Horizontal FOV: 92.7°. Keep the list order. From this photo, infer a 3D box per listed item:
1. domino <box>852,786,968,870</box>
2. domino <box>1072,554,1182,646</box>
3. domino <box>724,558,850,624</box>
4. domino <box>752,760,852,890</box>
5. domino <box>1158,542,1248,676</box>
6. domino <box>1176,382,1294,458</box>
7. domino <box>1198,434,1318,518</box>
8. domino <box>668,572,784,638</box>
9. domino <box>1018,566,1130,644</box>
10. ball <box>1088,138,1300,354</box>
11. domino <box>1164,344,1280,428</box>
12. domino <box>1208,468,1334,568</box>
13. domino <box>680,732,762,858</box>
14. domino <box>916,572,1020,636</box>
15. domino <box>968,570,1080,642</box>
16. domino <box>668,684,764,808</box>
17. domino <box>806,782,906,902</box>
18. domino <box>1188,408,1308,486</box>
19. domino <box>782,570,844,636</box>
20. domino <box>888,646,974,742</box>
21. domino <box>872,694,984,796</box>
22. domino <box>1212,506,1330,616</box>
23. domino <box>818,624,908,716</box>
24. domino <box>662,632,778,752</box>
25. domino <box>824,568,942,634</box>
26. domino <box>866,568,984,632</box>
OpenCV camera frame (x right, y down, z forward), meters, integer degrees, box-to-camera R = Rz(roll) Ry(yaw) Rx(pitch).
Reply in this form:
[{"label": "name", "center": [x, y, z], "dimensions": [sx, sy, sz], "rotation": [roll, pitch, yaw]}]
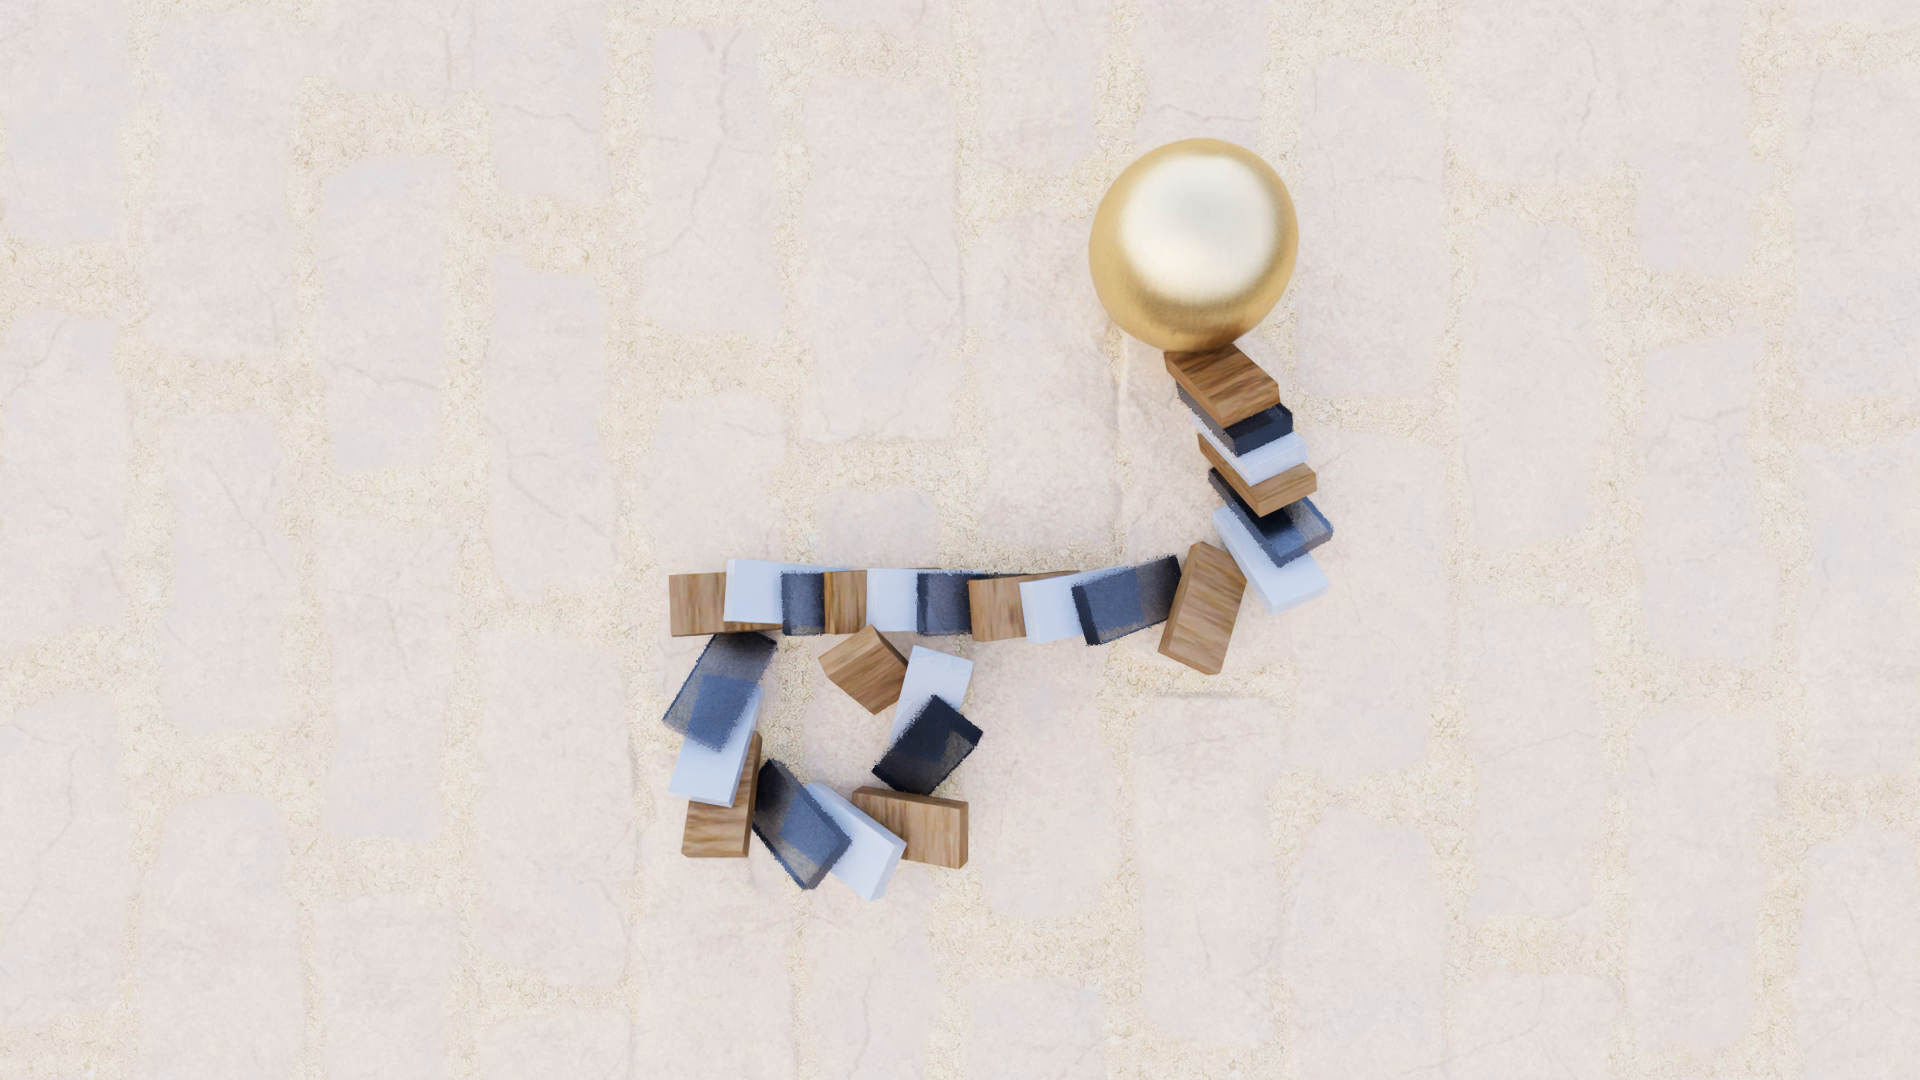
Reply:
[{"label": "domino", "center": [-0.021, 0.120, 0.385], "dimensions": [0.050, 0.009, 0.025], "rotation": [2, 93, 23]}, {"label": "domino", "center": [0.072, 0.025, 0.384], "dimensions": [0.050, 0.010, 0.025], "rotation": [-16, 90, -28]}, {"label": "domino", "center": [-0.072, 0.023, 0.382], "dimensions": [0.050, 0.009, 0.025], "rotation": [7, 81, -31]}, {"label": "domino", "center": [-0.071, 0.118, 0.384], "dimensions": [0.050, 0.010, 0.025], "rotation": [38, 90, 29]}, {"label": "domino", "center": [0.103, 0.029, 0.386], "dimensions": [0.025, 0.010, 0.050], "rotation": [25, 72, -10]}, {"label": "domino", "center": [0.112, -0.056, 0.378], "dimensions": [0.025, 0.050, 0.010], "rotation": [-25, 131, 0]}, {"label": "domino", "center": [0.122, -0.032, 0.378], "dimensions": [0.025, 0.050, 0.010], "rotation": [-25, 131, 0]}, {"label": "domino", "center": [-0.096, 0.026, 0.387], "dimensions": [0.050, 0.009, 0.025], "rotation": [-3, 80, -15]}, {"label": "domino", "center": [0.050, 0.027, 0.384], "dimensions": [0.050, 0.010, 0.025], "rotation": [-8, 90, -28]}, {"label": "ball", "center": [0.091, -0.114, 0.360], "dimensions": [0.080, 0.080, 0.080], "rotation": [0, 90, 0]}, {"label": "domino", "center": [0.107, -0.067, 0.378], "dimensions": [0.025, 0.050, 0.010], "rotation": [-25, 131, 0]}, {"label": "domino", "center": [0.129, -0.015, 0.382], "dimensions": [0.025, 0.010, 0.050], "rotation": [-28, 59, -3]}, {"label": "domino", "center": [-0.099, 0.106, 0.383], "dimensions": [0.025, 0.010, 0.050], "rotation": [-1, 59, 3]}, {"label": "domino", "center": [0.006, 0.026, 0.383], "dimensions": [0.050, 0.009, 0.025], "rotation": [1, 89, -31]}, {"label": "domino", "center": [0.028, 0.027, 0.384], "dimensions": [0.050, 0.009, 0.025], "rotation": [-4, 90, -29]}, {"label": "domino", "center": [-0.101, 0.084, 0.383], "dimensions": [0.025, 0.009, 0.050], "rotation": [10, 60, 1]}, {"label": "domino", "center": [-0.048, 0.125, 0.383], "dimensions": [0.050, 0.010, 0.025], "rotation": [25, 91, 30]}, {"label": "domino", "center": [0.118, -0.045, 0.378], "dimensions": [0.025, 0.050, 0.010], "rotation": [-25, 131, 0]}, {"label": "domino", "center": [-0.049, 0.026, 0.383], "dimensions": [0.050, 0.010, 0.025], "rotation": [-1, 90, -31]}, {"label": "domino", "center": [-0.013, 0.067, 0.381], "dimensions": [0.025, 0.010, 0.050], "rotation": [16, 128, 0]}, {"label": "domino", "center": [-0.014, 0.089, 0.382], "dimensions": [0.025, 0.009, 0.050], "rotation": [37, 126, 0]}, {"label": "domino", "center": [0.129, 0.005, 0.382], "dimensions": [0.025, 0.010, 0.050], "rotation": [-22, 58, -3]}, {"label": "domino", "center": [-0.036, 0.054, 0.376], "dimensions": [0.025, 0.050, 0.010], "rotation": [-32, 57, 0]}, {"label": "domino", "center": [-0.100, 0.060, 0.384], "dimensions": [0.025, 0.010, 0.050], "rotation": [26, 61, 0]}, {"label": "domino", "center": [-0.031, 0.025, 0.382], "dimensions": [0.050, 0.009, 0.025], "rotation": [-1, 90, -31]}, {"label": "domino", "center": [-0.014, 0.025, 0.382], "dimensions": [0.050, 0.010, 0.025], "rotation": [2, 88, -31]}]
